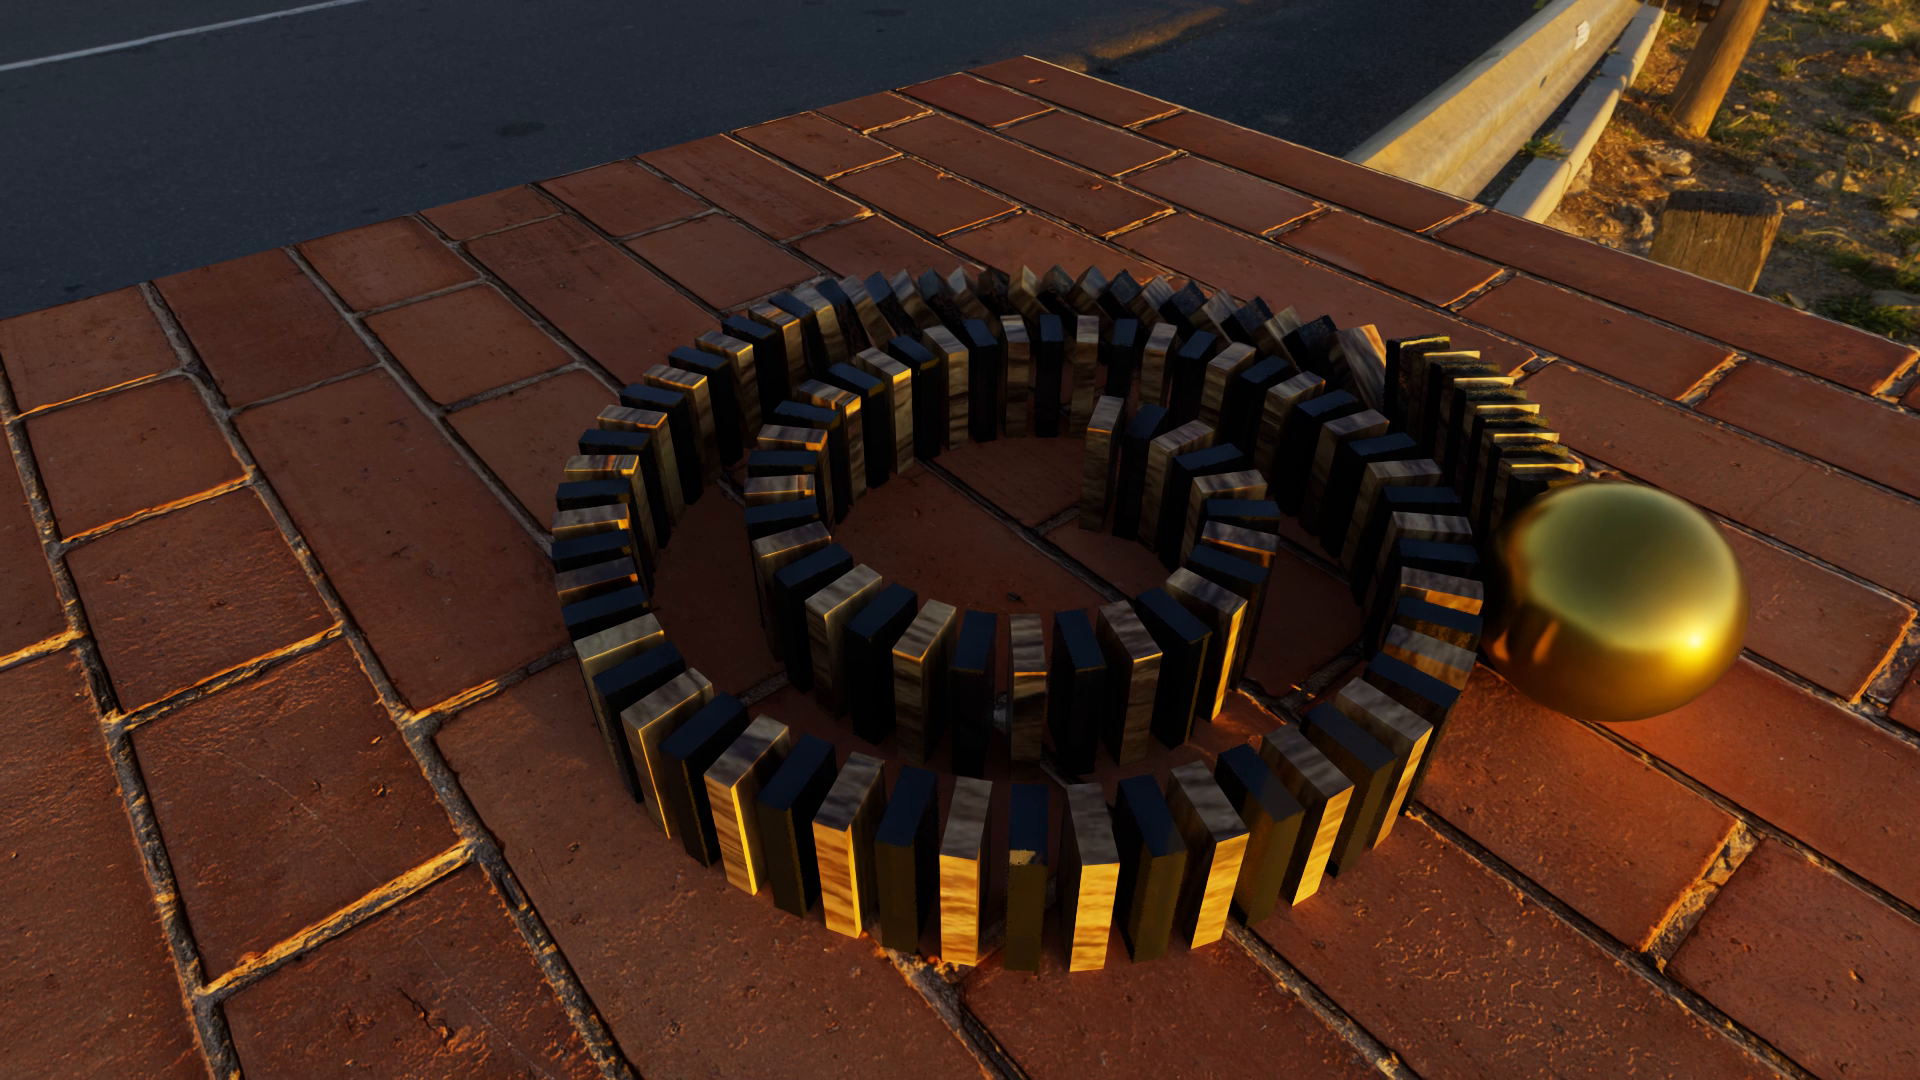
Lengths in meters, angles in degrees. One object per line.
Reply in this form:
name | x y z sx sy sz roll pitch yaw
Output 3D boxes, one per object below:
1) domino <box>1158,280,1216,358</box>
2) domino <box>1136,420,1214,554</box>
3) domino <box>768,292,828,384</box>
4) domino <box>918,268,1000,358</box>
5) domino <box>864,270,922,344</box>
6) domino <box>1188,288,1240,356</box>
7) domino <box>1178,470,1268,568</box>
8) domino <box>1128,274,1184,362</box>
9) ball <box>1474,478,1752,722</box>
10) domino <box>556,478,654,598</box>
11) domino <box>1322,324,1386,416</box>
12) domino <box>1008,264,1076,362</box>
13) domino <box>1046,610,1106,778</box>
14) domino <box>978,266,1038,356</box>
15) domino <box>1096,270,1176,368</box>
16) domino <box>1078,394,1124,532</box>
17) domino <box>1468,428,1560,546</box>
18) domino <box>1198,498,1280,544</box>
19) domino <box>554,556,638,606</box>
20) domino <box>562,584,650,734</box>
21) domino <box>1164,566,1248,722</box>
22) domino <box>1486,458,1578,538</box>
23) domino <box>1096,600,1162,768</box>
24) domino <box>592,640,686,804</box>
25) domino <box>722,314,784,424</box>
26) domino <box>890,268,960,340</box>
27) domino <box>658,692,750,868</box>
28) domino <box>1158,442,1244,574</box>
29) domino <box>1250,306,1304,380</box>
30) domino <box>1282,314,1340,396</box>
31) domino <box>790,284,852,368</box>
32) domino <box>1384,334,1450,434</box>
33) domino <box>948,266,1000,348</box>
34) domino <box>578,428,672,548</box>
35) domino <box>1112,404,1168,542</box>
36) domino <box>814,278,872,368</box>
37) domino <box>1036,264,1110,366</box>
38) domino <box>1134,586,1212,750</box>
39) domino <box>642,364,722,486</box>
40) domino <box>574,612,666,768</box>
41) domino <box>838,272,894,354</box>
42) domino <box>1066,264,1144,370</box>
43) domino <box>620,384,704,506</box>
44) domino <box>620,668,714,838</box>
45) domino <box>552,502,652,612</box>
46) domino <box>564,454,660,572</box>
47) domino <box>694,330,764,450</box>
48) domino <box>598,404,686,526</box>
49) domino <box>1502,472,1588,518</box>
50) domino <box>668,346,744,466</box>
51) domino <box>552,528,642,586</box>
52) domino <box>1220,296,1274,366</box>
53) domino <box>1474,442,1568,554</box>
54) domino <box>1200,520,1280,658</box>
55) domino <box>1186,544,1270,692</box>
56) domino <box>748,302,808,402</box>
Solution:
domino | 0.122 -0.102 0.544 0.050 0.010 0.025 50 49 -5
domino | 0.085 -0.021 0.437 0.025 0.050 0.010 -25 46 -27
domino | -0.075 -0.090 0.520 0.009 0.050 0.025 -34 50 -24
domino | 0.000 -0.111 0.551 0.009 0.050 0.025 -36 37 16
domino | -0.028 -0.107 0.543 0.010 0.050 0.025 -33 42 6
domino | 0.136 -0.096 0.537 0.050 0.010 0.025 51 51 -3
domino | 0.098 -0.002 0.414 0.025 0.050 0.010 -7 40 -9
domino | 0.108 -0.106 0.549 0.050 0.010 0.025 48 47 -7
ball | 0.213 0.020 0.364 0.080 0.080 0.080 0 39 0
domino | -0.132 0.001 0.411 0.025 0.050 0.009 -5 40 -6
domino | 0.189 -0.074 0.509 0.025 0.009 0.050 -14 79 -25
domino | 0.045 -0.114 0.557 0.010 0.050 0.025 -36 28 30
domino | 0.037 0.049 0.351 0.010 0.050 0.025 -7 40 -8
domino | 0.030 -0.114 0.556 0.009 0.050 0.025 -36 31 25
domino | 0.092 -0.110 0.553 0.050 0.010 0.025 46 44 -11
domino | 0.058 -0.031 0.449 0.010 0.050 0.025 12 41 14
domino | 0.217 -0.019 0.434 0.025 0.050 0.009 -1 19 -1
domino | 0.099 0.008 0.402 0.025 0.050 0.010 2 39 3
domino | -0.119 0.030 0.374 0.025 0.050 0.010 -14 41 -17
domino | -0.112 0.040 0.363 0.025 0.050 0.009 -18 42 -20
domino | 0.079 0.036 0.368 0.025 0.050 0.009 29 47 31
domino | 0.216 -0.006 0.418 0.025 0.050 0.010 -1 19 -1
domino | 0.052 0.047 0.354 0.009 0.050 0.025 -13 41 -15
domino | -0.095 0.057 0.342 0.025 0.050 0.009 -26 46 -28
domino | -0.094 -0.076 0.504 0.025 0.050 0.009 25 46 28
domino | -0.014 -0.109 0.547 0.009 0.050 0.025 -35 40 12
domino | -0.072 0.071 0.324 0.010 0.050 0.025 25 45 27
domino | 0.093 -0.012 0.426 0.025 0.050 0.010 -15 42 -18
domino | 0.162 -0.085 0.523 0.025 0.009 0.050 -33 89 -34
domino | 0.175 -0.079 0.516 0.025 0.010 0.050 -26 85 -31
domino | -0.064 -0.095 0.527 0.009 0.050 0.025 -32 48 -15
domino | 0.203 -0.065 0.491 0.025 0.050 0.009 -10 19 -13
domino | 0.014 -0.113 0.554 0.009 0.050 0.025 -36 34 21
domino | -0.132 -0.020 0.435 0.025 0.050 0.009 5 40 6
domino | 0.073 -0.027 0.445 0.009 0.050 0.025 18 43 20
domino | -0.053 -0.100 0.533 0.009 0.050 0.025 -31 46 -6
domino | 0.061 -0.114 0.557 0.050 0.010 0.025 42 37 -19
domino | 0.067 0.042 0.360 0.009 0.050 0.025 -23 44 -25
domino | -0.118 -0.049 0.471 0.025 0.050 0.009 16 42 18
domino | -0.105 0.049 0.352 0.025 0.050 0.010 -21 44 -24
domino | -0.041 -0.104 0.539 0.009 0.050 0.025 -32 44 1
domino | 0.077 -0.113 0.556 0.050 0.009 0.025 45 41 -14
domino | -0.124 -0.040 0.460 0.025 0.050 0.009 13 41 15
domino | -0.085 0.065 0.332 0.009 0.050 0.025 31 49 32
domino | -0.129 0.011 0.398 0.025 0.050 0.009 -8 40 -10
domino | -0.133 -0.009 0.423 0.025 0.050 0.010 -1 39 -1
domino | -0.103 -0.067 0.493 0.025 0.050 0.009 22 44 24
domino | -0.129 -0.030 0.448 0.025 0.050 0.010 9 40 11
domino | 0.216 0.000 0.411 0.025 0.050 0.009 -1 19 -1
domino | -0.111 -0.058 0.483 0.025 0.050 0.010 19 43 21
domino | -0.124 0.021 0.386 0.025 0.050 0.009 -11 41 -13
domino | 0.149 -0.091 0.531 0.025 0.009 0.050 -36 91 -36
domino | 0.217 -0.012 0.426 0.025 0.050 0.009 -1 19 -1
domino | 0.095 0.018 0.389 0.025 0.050 0.010 14 41 16
domino | 0.088 0.027 0.378 0.025 0.050 0.010 21 44 23
domino | -0.084 -0.083 0.513 0.025 0.050 0.009 31 50 32
